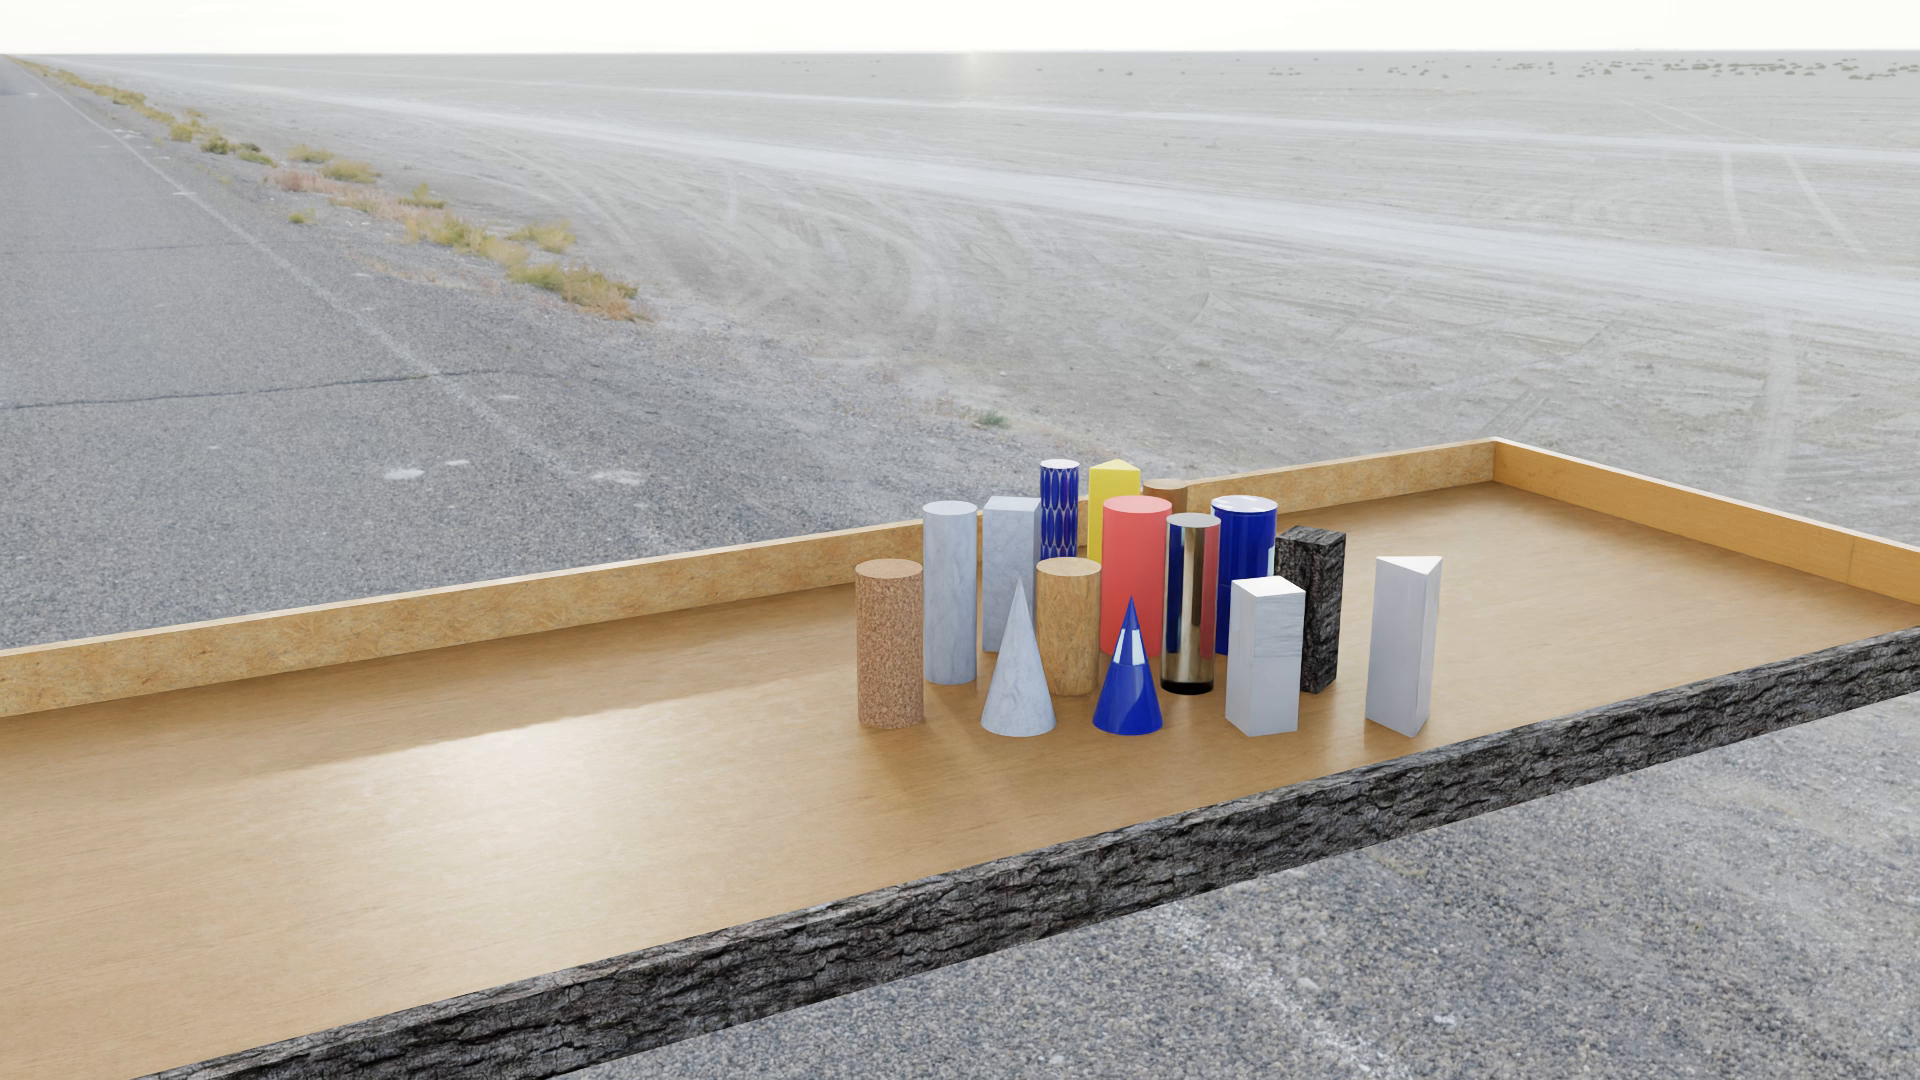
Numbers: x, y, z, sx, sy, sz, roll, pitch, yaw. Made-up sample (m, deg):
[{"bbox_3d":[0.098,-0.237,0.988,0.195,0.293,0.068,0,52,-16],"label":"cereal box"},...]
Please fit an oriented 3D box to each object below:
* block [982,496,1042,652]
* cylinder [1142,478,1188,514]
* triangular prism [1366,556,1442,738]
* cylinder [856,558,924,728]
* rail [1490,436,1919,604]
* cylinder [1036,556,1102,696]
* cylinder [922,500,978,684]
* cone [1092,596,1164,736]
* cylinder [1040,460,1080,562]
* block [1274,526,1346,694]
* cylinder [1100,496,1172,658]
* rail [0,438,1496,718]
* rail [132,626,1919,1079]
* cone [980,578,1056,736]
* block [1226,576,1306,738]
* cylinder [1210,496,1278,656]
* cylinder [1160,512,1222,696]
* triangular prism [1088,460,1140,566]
[{"bbox_3d":[0.137,0.092,4.353,0.133,0.389,0.133,3,17,11],"label":"block"},{"bbox_3d":[0.566,0.026,4.596,0.123,0.377,0.123,0,16,0],"label":"cylinder"},{"bbox_3d":[1.059,0.238,3.841,0.130,0.396,0.150,-10,19,-30],"label":"triangular prism"},{"bbox_3d":[-0.165,0.242,3.876,0.157,0.369,0.157,0,16,0],"label":"cylinder"},{"bbox_3d":[2.466,-0.048,5.253,0.050,0.150,2.100,-9,18,-27],"label":"rail"},{"bbox_3d":[0.267,0.212,4.087,0.160,0.307,0.160,0,16,0],"label":"cylinder"},{"bbox_3d":[-0.025,0.132,4.124,0.134,0.441,0.134,0,16,0],"label":"cylinder"},{"bbox_3d":[0.396,0.277,3.852,0.168,0.316,0.168,0,16,0],"label":"cone"},{"bbox_3d":[0.273,0.001,4.579,0.107,0.436,0.107,0,16,0],"label":"cylinder"},{"bbox_3d":[0.860,0.171,4.095,0.131,0.382,0.131,11,19,32],"label":"block"},{"bbox_3d":[0.460,0.095,4.333,0.178,0.393,0.178,0,16,0],"label":"cylinder"},{"bbox_3d":[-3.305,0.497,3.399,12.000,0.150,0.050,-9,18,-27],"label":"rail"},{"bbox_3d":[-2.336,1.006,1.665,12.000,0.150,0.050,-9,18,-27],"label":"rail"},{"bbox_3d":[0.138,0.254,3.843,0.179,0.365,0.179,0,16,0],"label":"cone"},{"bbox_3d":[0.707,0.269,3.833,0.124,0.341,0.124,-5,17,-17],"label":"block"},{"bbox_3d":[0.739,0.094,4.341,0.170,0.392,0.170,0,16,0],"label":"cylinder"},{"bbox_3d":[0.566,0.157,4.059,0.133,0.429,0.133,0,16,0],"label":"cylinder"},{"bbox_3d":[0.457,-0.047,4.866,0.146,0.365,0.126,3,17,10],"label":"triangular prism"}]
